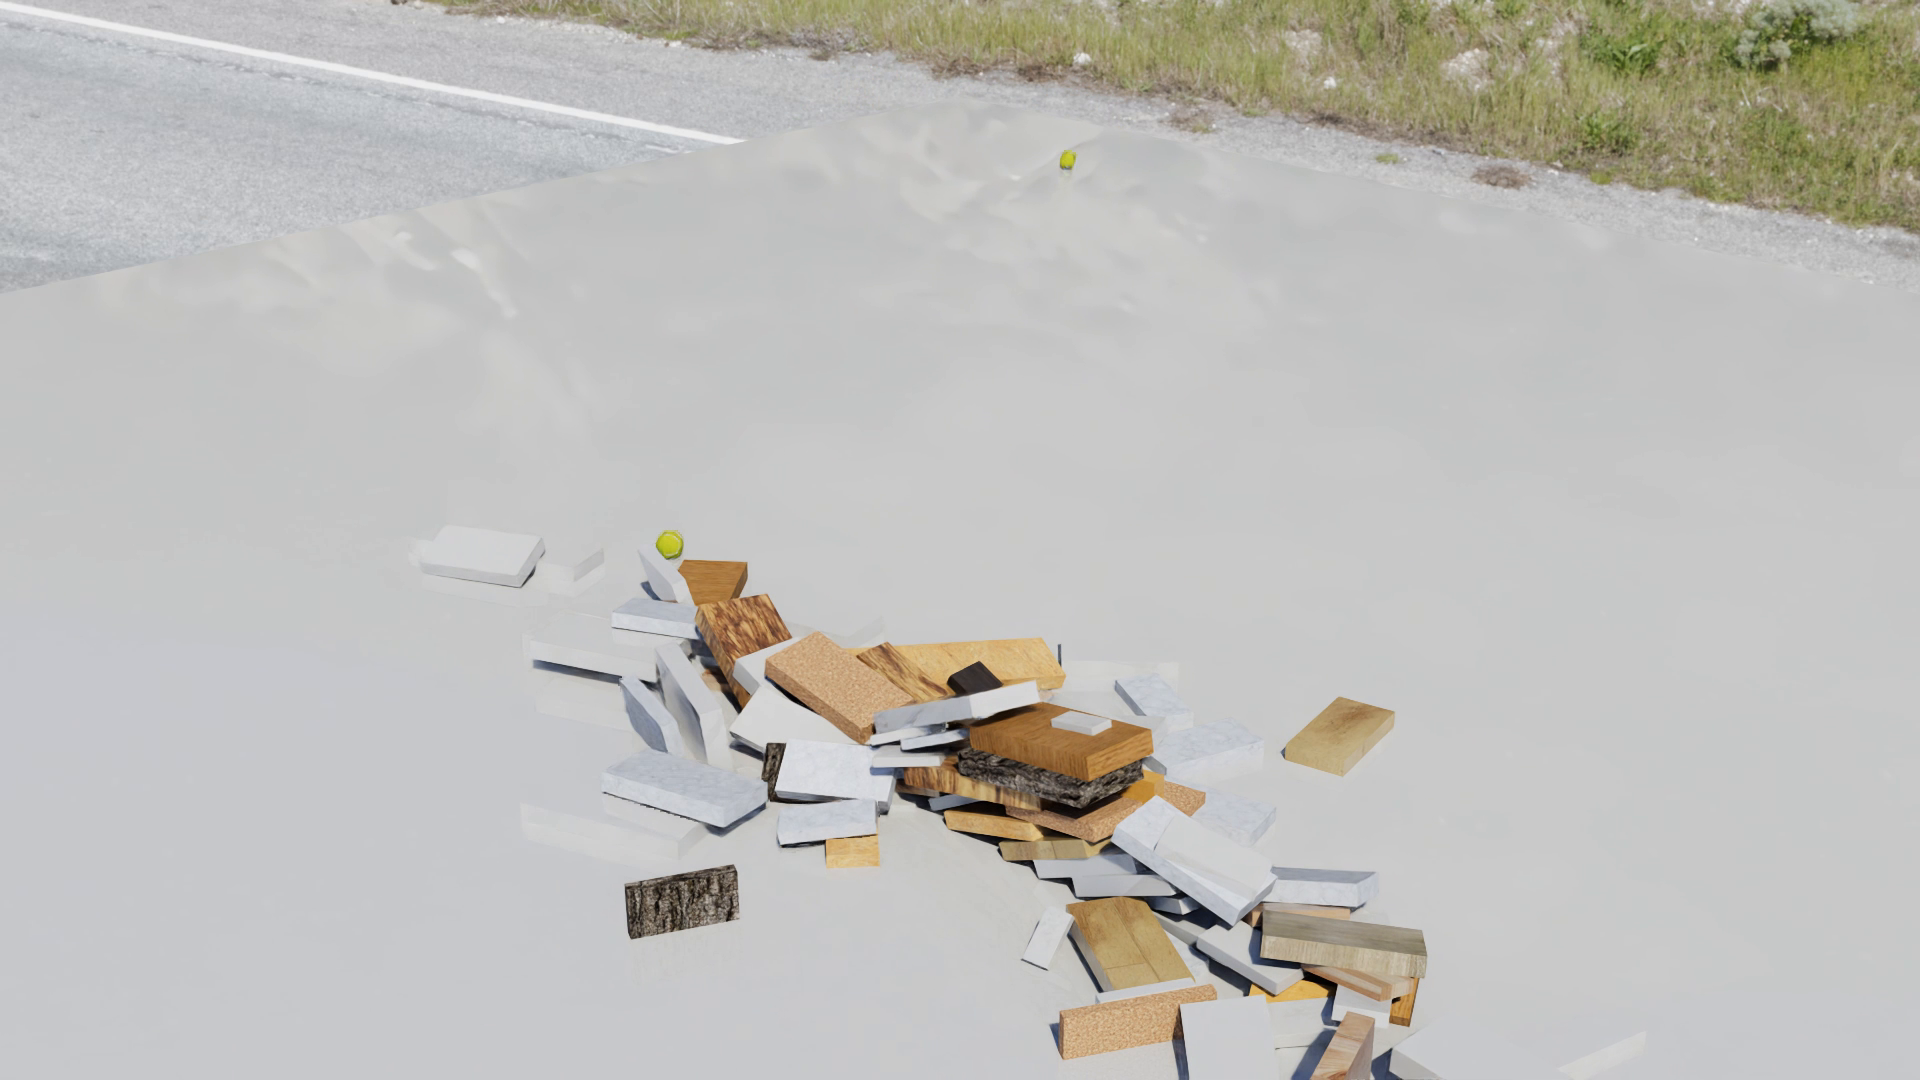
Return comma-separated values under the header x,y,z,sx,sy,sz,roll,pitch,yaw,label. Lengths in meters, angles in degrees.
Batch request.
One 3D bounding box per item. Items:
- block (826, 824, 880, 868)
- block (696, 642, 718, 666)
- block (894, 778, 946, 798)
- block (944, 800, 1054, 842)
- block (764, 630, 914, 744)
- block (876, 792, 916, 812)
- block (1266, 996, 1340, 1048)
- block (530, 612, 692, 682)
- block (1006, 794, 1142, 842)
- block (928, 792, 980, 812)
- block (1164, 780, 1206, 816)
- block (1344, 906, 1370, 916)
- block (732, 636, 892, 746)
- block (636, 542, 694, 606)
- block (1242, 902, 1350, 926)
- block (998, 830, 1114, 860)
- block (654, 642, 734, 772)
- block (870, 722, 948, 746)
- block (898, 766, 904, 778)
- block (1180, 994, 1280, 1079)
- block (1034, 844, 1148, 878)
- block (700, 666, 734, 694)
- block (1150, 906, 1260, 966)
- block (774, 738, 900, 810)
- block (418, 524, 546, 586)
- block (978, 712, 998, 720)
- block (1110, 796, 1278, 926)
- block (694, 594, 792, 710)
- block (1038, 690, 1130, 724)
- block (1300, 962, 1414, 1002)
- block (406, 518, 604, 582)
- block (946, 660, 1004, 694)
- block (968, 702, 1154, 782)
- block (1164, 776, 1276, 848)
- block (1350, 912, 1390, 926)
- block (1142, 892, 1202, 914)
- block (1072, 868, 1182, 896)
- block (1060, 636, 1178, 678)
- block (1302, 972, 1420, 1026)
x,y,z,sx,sy,sz,roll,pitch,yaw,label
-0.215,0.582,4.353,0.103,0.029,0.205,-2,23,-4,block
-0.532,0.267,5.104,0.148,0.021,0.074,4,23,8,block
-0.090,0.491,4.520,0.183,0.026,0.091,3,17,37,block
0.100,0.543,4.337,0.127,0.036,0.255,-19,12,-38,block
-0.256,0.309,4.641,0.300,0.042,0.150,32,44,33,block
-0.143,0.534,4.484,0.106,0.015,0.053,-1,23,-1,block
0.553,0.819,3.721,0.182,0.026,0.091,-7,24,6,block
-0.796,0.243,5.011,0.324,0.046,0.162,9,25,20,block
0.216,0.512,4.194,0.127,0.036,0.255,-18,17,-36,block
0.030,0.504,4.429,0.183,0.026,0.091,-19,4,45,block
0.400,0.514,4.429,0.167,0.024,0.084,14,27,30,block
0.694,0.698,4.082,0.092,0.026,0.184,-16,28,-33,block
-0.316,0.353,4.724,0.171,0.049,0.343,-20,49,-38,block
-0.693,0.106,5.229,0.035,0.123,0.246,-26,31,-17,block
0.598,0.673,3.961,0.184,0.026,0.092,1,0,-12,block
0.204,0.574,4.224,0.127,0.036,0.255,-19,4,-37,block
-0.566,0.365,4.674,0.049,0.171,0.343,-16,27,-18,block
-0.103,0.387,4.423,0.140,0.020,0.070,-14,-3,28,block
-0.044,0.465,4.486,0.183,0.026,0.091,3,18,36,block
0.447,0.865,3.598,0.144,0.041,0.288,-8,30,4,block
0.281,0.594,4.160,0.135,0.038,0.271,-19,4,-41,block
-0.512,0.320,4.980,0.149,0.021,0.074,6,24,14,block
0.450,0.704,4.015,0.114,0.032,0.228,-18,21,-32,block
-0.246,0.473,4.451,0.236,0.033,0.118,4,58,14,block
-1.206,0.038,5.549,0.283,0.040,0.141,7,45,19,block
0.163,0.452,4.518,0.278,0.139,0.039,14,27,29,block
0.421,0.574,3.957,0.271,0.038,0.135,33,37,24,block
-0.438,0.270,4.862,0.171,0.049,0.343,-9,50,-32,block
0.226,0.364,4.599,0.151,0.043,0.302,11,4,-21,block
0.678,0.740,3.756,0.087,0.025,0.174,-3,12,-40,block
-1.170,0.024,5.653,0.505,0.040,0.141,10,25,21,block
0.070,0.352,4.790,0.192,0.027,0.096,44,43,22,block
0.189,0.377,4.178,0.167,0.047,0.334,-19,18,-37,block
0.497,0.546,4.429,0.247,0.035,0.123,13,26,28,block
0.663,0.727,3.951,0.228,0.032,0.114,-9,22,7,block
0.398,0.652,4.058,0.097,0.028,0.194,-17,4,-25,block
0.348,0.624,4.083,0.135,0.038,0.271,-13,0,-37,block
0.367,0.269,5.078,0.266,0.038,0.133,1,23,2,block
0.681,0.768,3.840,0.228,0.032,0.114,8,55,19,block
